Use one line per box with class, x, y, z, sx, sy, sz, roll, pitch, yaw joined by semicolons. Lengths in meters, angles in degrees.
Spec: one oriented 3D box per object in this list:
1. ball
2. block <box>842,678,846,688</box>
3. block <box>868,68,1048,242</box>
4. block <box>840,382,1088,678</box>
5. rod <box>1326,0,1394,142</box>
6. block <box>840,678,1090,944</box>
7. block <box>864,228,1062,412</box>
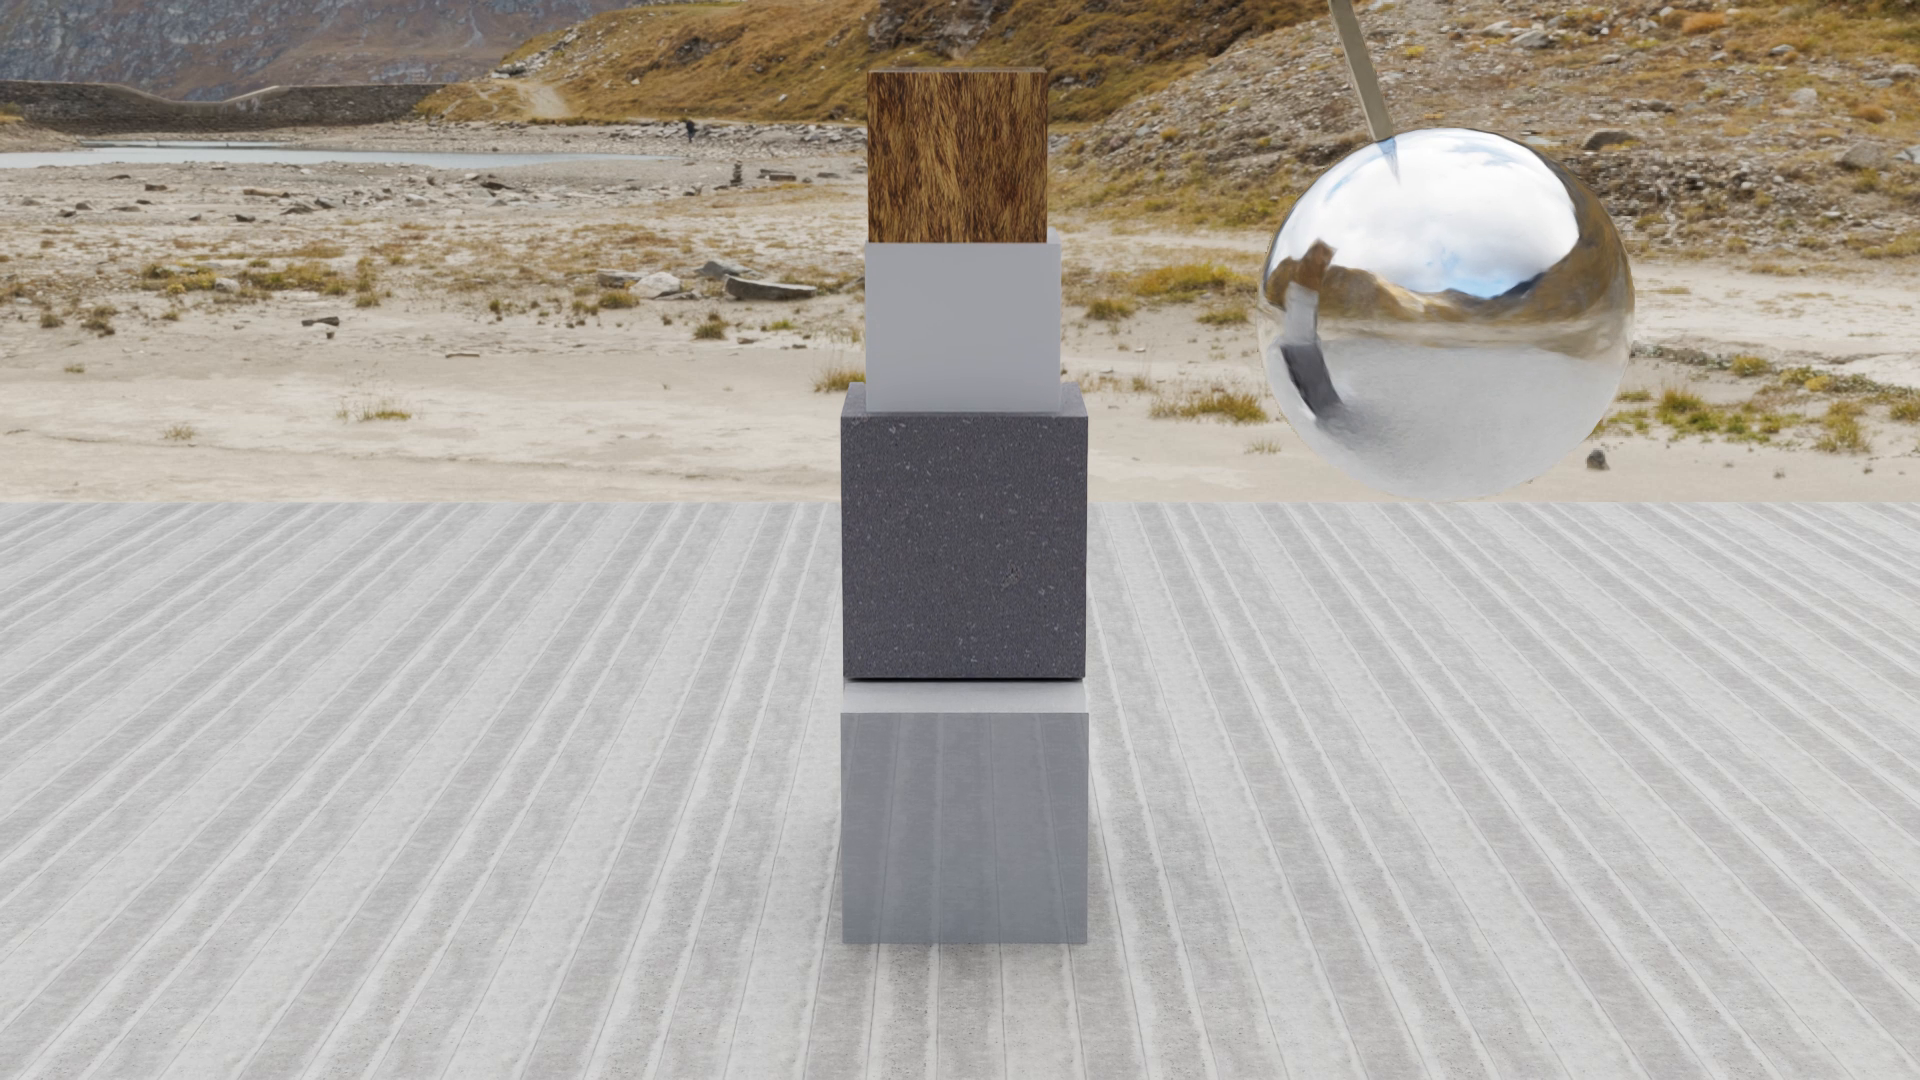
ball;2.074;-0.965;11.005;1.600;1.600;1.600;0;10;0
block;-0.005;0.890;11.840;1.022;1.013;0.966;0;10;0
block;-0.010;-1.631;10.807;0.735;0.690;0.669;0;12;0
block;0.018;-0.065;11.149;1.022;1.113;0.942;0;12;0
rod;0.899;-4.104;10.434;0.080;5.200;0.080;-20;10;4
block;0.019;1.085;10.882;1.001;0.971;0.969;0;10;0
block;0.013;-0.951;10.955;0.808;0.701;0.720;0;12;0
